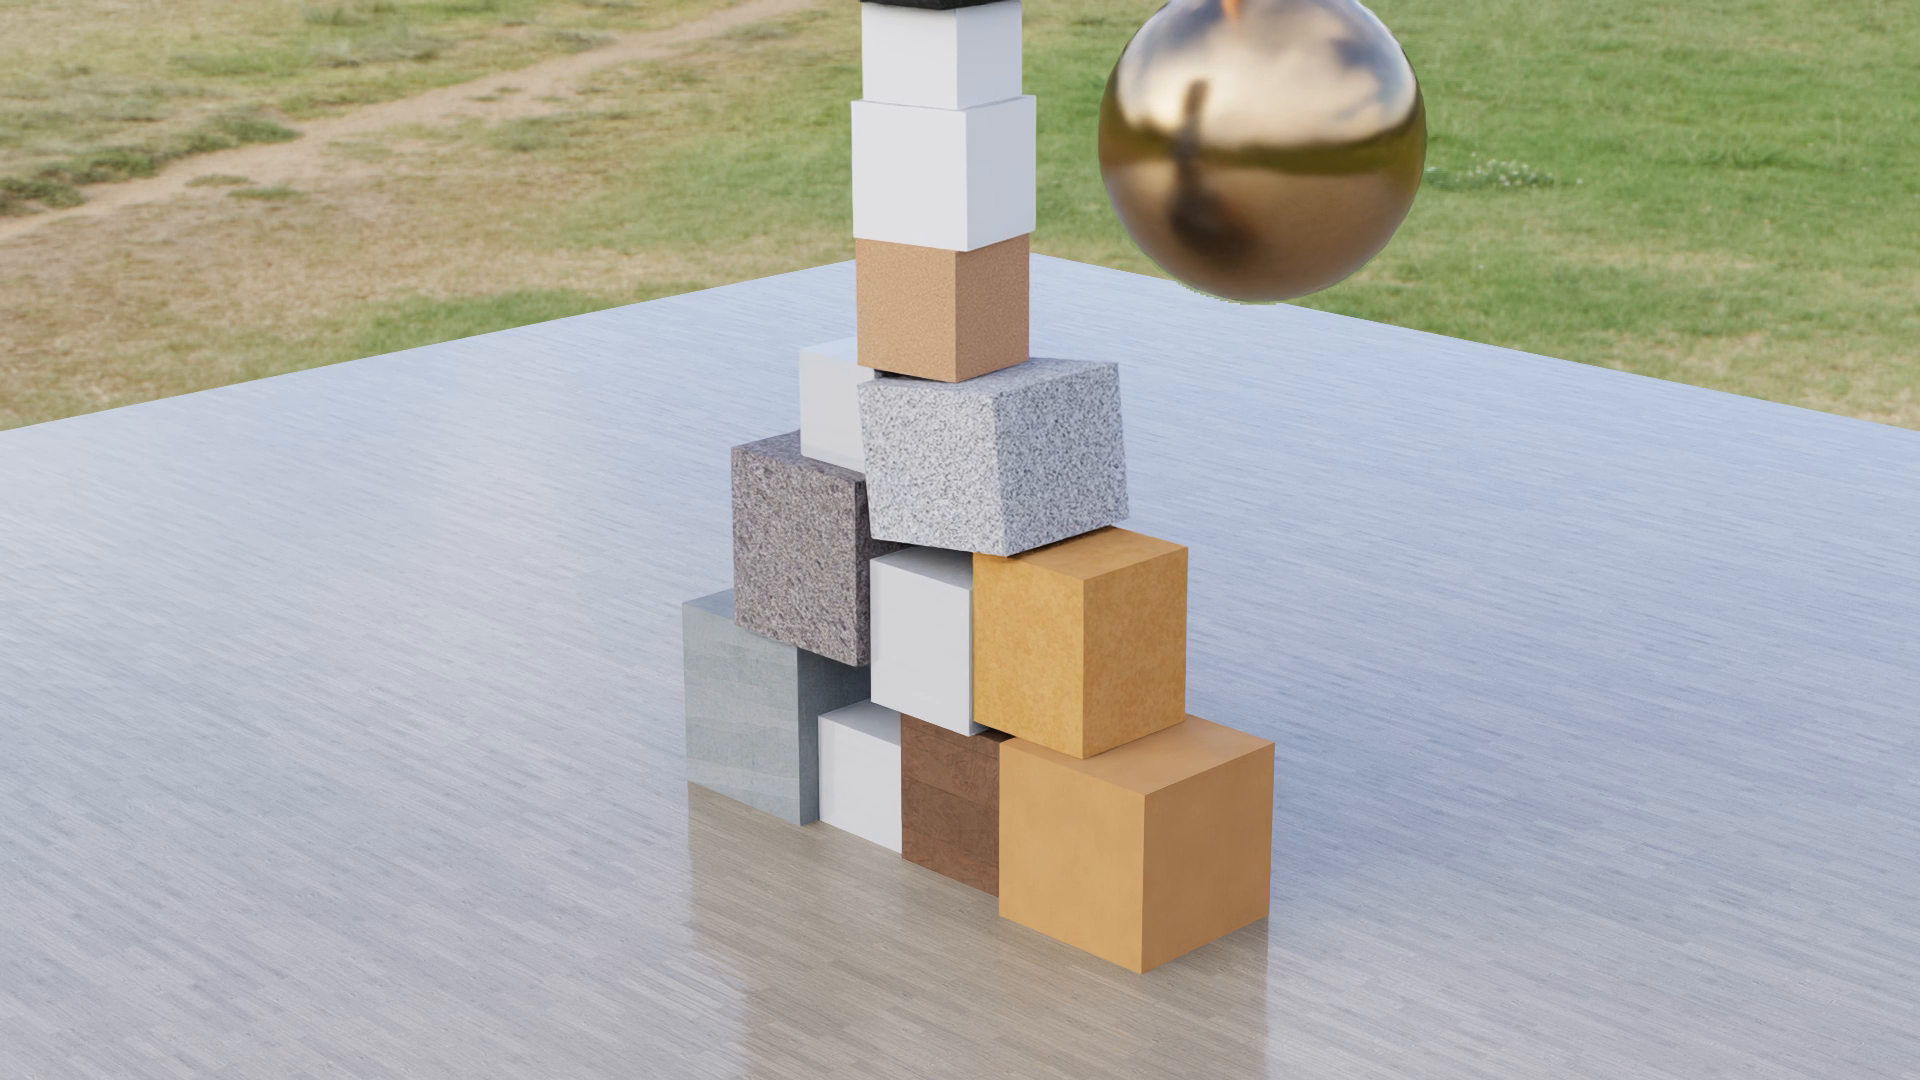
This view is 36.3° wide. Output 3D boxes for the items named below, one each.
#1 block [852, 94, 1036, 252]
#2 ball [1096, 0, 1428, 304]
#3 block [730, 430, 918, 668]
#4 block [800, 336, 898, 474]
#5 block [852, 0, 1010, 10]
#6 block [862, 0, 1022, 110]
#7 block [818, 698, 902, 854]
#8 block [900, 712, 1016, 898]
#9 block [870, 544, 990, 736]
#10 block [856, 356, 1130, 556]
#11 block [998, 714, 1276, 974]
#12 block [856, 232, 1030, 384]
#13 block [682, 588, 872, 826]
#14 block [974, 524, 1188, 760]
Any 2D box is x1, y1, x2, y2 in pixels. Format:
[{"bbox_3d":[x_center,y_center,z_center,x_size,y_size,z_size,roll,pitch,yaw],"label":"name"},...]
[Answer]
[{"bbox_3d":[-0.068,-1.645,12.919,0.601,0.601,0.556,11,20,32],"label":"block"},{"bbox_3d":[1.467,-1.955,14.265,1.600,1.600,1.600,0,17,0],"label":"ball"},{"bbox_3d":[-0.477,-0.015,13.833,0.842,0.878,0.840,16,24,42],"label":"block"},{"bbox_3d":[-0.353,-0.643,13.524,0.583,0.505,0.500,-17,24,-42],"label":"block"},{"bbox_3d":[-0.091,-2.634,12.655,0.664,0.576,0.686,15,23,41],"label":"block"},{"bbox_3d":[-0.077,-2.145,12.784,0.502,0.434,0.493,11,21,33],"label":"block"},{"bbox_3d":[-0.262,1.091,13.981,0.571,0.535,0.594,-17,24,-42],"label":"block"},{"bbox_3d":[0.221,1.133,13.489,0.642,0.750,0.751,-17,24,-42],"label":"block"},{"bbox_3d":[0.062,0.408,13.402,0.632,0.686,0.696,17,24,42],"label":"block"},{"bbox_3d":[0.150,-0.396,13.066,0.793,0.706,0.851,-17,17,-42],"label":"block"},{"bbox_3d":[0.774,1.276,12.918,0.856,0.820,0.844,-17,24,-42],"label":"block"},{"bbox_3d":[-0.075,-1.073,13.071,0.558,0.582,0.539,13,21,36],"label":"block"},{"bbox_3d":[-0.773,0.750,14.410,0.834,0.928,0.810,17,24,42],"label":"block"},{"bbox_3d":[0.529,0.418,12.925,0.665,0.811,0.665,-16,23,-42],"label":"block"}]
